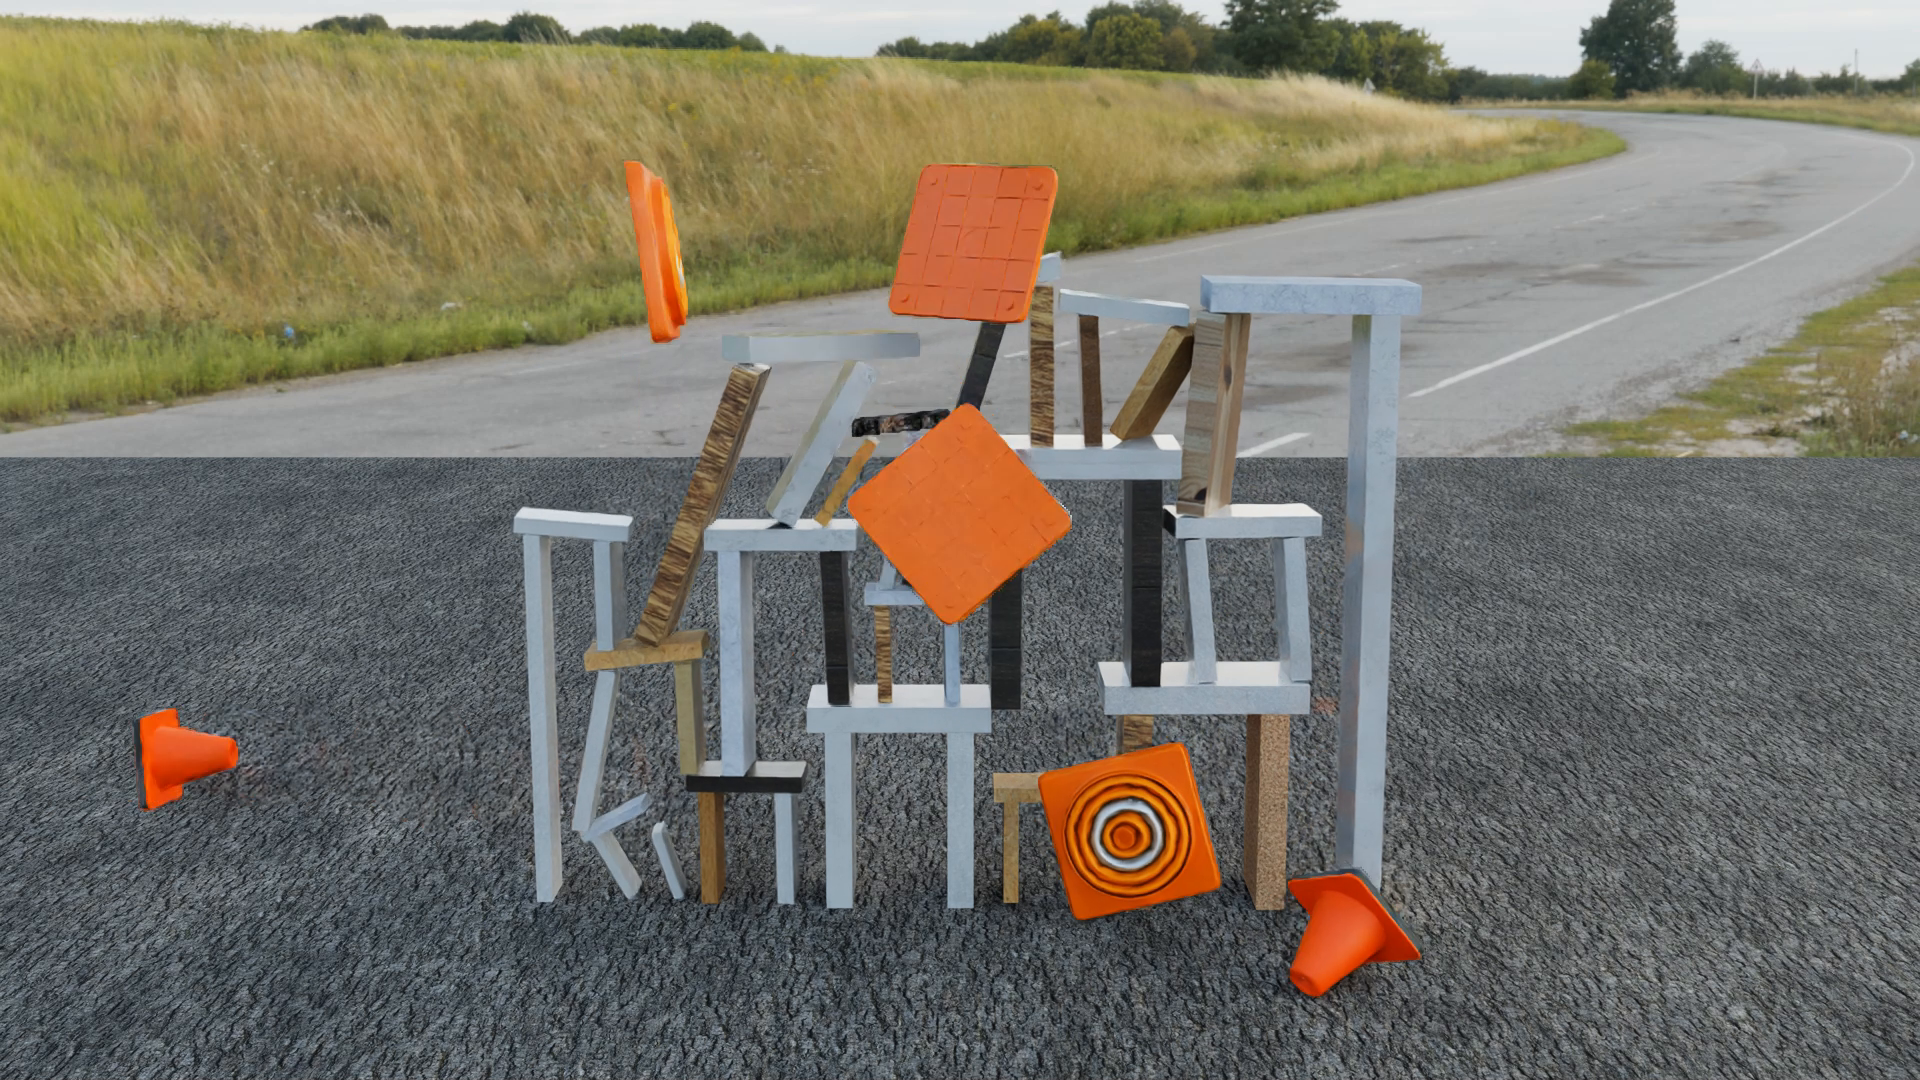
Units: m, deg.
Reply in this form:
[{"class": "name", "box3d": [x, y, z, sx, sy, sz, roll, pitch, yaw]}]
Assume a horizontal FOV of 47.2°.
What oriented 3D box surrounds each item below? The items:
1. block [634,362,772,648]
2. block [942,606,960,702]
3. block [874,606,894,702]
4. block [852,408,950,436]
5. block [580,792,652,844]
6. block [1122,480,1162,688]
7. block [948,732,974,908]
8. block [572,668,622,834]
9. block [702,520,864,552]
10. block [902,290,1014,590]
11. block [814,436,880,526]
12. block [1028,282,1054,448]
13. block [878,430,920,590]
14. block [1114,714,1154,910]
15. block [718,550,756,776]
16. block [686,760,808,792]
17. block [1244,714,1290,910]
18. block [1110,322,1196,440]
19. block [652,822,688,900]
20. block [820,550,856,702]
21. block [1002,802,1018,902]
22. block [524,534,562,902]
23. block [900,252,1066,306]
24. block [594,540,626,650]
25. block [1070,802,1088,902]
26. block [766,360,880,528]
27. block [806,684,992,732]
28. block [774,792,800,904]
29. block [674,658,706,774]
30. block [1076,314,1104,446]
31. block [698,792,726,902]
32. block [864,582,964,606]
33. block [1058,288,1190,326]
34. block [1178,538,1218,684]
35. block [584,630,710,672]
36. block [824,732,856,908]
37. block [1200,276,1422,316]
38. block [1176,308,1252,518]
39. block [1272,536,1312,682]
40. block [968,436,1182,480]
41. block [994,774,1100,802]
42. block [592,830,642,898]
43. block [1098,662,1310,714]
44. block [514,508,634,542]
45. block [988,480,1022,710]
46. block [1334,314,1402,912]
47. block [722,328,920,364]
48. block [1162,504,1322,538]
[{"class": "block", "box3d": [-0.416, -0.062, 3.556, 0.040, 0.471, 0.143, 22, 11, 0]}, {"class": "block", "box3d": [-0.015, 0.177, 3.593, 0.023, 0.160, 0.080, -2, 10, -3]}, {"class": "block", "box3d": [-0.124, 0.177, 3.591, 0.023, 0.160, 0.080, -2, 10, 0]}, {"class": "block", "box3d": [-0.095, -0.190, 3.557, 0.157, 0.022, 0.078, -6, 8, 1]}, {"class": "block", "box3d": [-0.569, 0.460, 3.643, 0.117, 0.017, 0.058, -28, 9, 10]}, {"class": "block", "box3d": [0.296, 0.055, 3.570, 0.048, 0.336, 0.168, -1, 11, 0]}, {"class": "block", "box3d": [0.001, 0.443, 3.646, 0.042, 0.297, 0.148, 0, 11, 0]}, {"class": "block", "box3d": [-0.599, 0.338, 3.629, 0.027, 0.273, 0.096, 11, 9, -3]}, {"class": "block", "box3d": [-0.285, -0.008, 3.576, 0.246, 0.035, 0.123, 0, 8, 4]}, {"class": "block", "box3d": [-0.004, -0.165, 3.556, 0.036, 0.490, 0.126, 17, 7, -2]}, {"class": "block", "box3d": [-0.183, -0.098, 3.564, 0.022, 0.157, 0.078, 32, 7, -3]}, {"class": "block", "box3d": [0.129, -0.282, 3.510, 0.036, 0.253, 0.126, -1, 11, 0]}, {"class": "block", "box3d": [-0.097, -0.051, 3.558, 0.022, 0.254, 0.078, 10, 8, -2]}, {"class": "block", "box3d": [0.287, 0.427, 3.643, 0.047, 0.329, 0.165, 0, 11, 0]}, {"class": "block", "box3d": [-0.366, 0.192, 3.609, 0.035, 0.370, 0.123, 0, 8, 4]}, {"class": "block", "box3d": [-0.351, 0.391, 3.633, 0.188, 0.027, 0.094, 0, 10, 2]}, {"class": "block", "box3d": [0.507, 0.427, 3.644, 0.047, 0.329, 0.165, 0, 11, 0]}, {"class": "block", "box3d": [0.324, -0.256, 3.545, 0.029, 0.204, 0.102, 40, 28, 20]}, {"class": "block", "box3d": [-0.483, 0.533, 3.659, 0.017, 0.117, 0.059, -18, 10, 2]}, {"class": "block", "box3d": [-0.199, 0.132, 3.587, 0.035, 0.246, 0.123, -3, 8, 2]}, {"class": "block", "box3d": [0.084, 0.506, 3.652, 0.024, 0.172, 0.086, 0, 11, 0]}, {"class": "block", "box3d": [-0.686, 0.286, 3.618, 0.026, 0.615, 0.091, 0, 11, 0]}, {"class": "block", "box3d": [0.038, -0.415, 3.491, 0.253, 0.036, 0.126, -9, 10, 6]}, {"class": "block", "box3d": [-0.572, 0.082, 3.591, 0.026, 0.182, 0.091, 0, 9, 4]}, {"class": "block", "box3d": [0.199, 0.506, 3.652, 0.024, 0.172, 0.086, 0, 11, 0]}, {"class": "block", "box3d": [-0.226, -0.162, 3.578, 0.040, 0.285, 0.143, 29, 2, -11]}, {"class": "block", "box3d": [-0.098, 0.277, 3.614, 0.297, 0.042, 0.148, 0, 11, 0]}, {"class": "block", "box3d": [-0.286, 0.498, 3.649, 0.027, 0.188, 0.094, 0, 10, 3]}, {"class": "block", "box3d": [-0.444, 0.281, 3.627, 0.027, 0.192, 0.096, -1, 10, 3]}, {"class": "block", "box3d": [0.207, -0.258, 3.513, 0.029, 0.204, 0.102, -3, 10, 1]}, {"class": "block", "box3d": [-0.411, 0.497, 3.651, 0.027, 0.188, 0.094, 0, 10, 2]}, {"class": "block", "box3d": [-0.074, 0.087, 3.575, 0.160, 0.023, 0.080, 0, 10, 0]}, {"class": "block", "box3d": [0.259, -0.370, 3.501, 0.204, 0.029, 0.102, 7, 10, 0]}, {"class": "block", "box3d": [0.385, 0.103, 3.578, 0.033, 0.236, 0.118, -6, 11, 0]}, {"class": "block", "box3d": [-0.512, 0.180, 3.605, 0.192, 0.027, 0.096, -7, 9, 1]}, {"class": "block", "box3d": [-0.197, 0.443, 3.646, 0.042, 0.297, 0.148, 0, 11, 0]}, {"class": "block", "box3d": [0.551, -0.388, 3.481, 0.325, 0.046, 0.162, 1, 11, 0]}, {"class": "block", "box3d": [0.409, -0.210, 3.533, 0.046, 0.325, 0.162, 10, 13, 21]}, {"class": "block", "box3d": [0.541, 0.102, 3.589, 0.033, 0.236, 0.118, -5, 11, 0]}, {"class": "block", "box3d": [0.181, -0.134, 3.537, 0.336, 0.048, 0.168, 0, 11, 1]}, {"class": "block", "box3d": [0.141, 0.409, 3.634, 0.172, 0.024, 0.086, 0, 11, 0]}, {"class": "block", "box3d": [-0.570, 0.535, 3.662, 0.017, 0.117, 0.059, -29, 9, 7]}, {"class": "block", "box3d": [0.396, 0.242, 3.610, 0.329, 0.047, 0.165, 0, 11, 0]}, {"class": "block", "box3d": [-0.625, -0.025, 3.564, 0.182, 0.026, 0.091, 5, 11, -4]}, {"class": "block", "box3d": [0.073, 0.074, 3.572, 0.048, 0.373, 0.168, 0, 11, -1]}, {"class": "block", "box3d": [0.661, 0.114, 3.577, 0.046, 0.970, 0.162, 0, 11, 0]}, {"class": "block", "box3d": [-0.225, -0.313, 3.543, 0.285, 0.040, 0.143, -4, 9, -24]}, {"class": "block", "box3d": [0.455, -0.031, 3.558, 0.236, 0.033, 0.118, -1, 11, -5]}]
